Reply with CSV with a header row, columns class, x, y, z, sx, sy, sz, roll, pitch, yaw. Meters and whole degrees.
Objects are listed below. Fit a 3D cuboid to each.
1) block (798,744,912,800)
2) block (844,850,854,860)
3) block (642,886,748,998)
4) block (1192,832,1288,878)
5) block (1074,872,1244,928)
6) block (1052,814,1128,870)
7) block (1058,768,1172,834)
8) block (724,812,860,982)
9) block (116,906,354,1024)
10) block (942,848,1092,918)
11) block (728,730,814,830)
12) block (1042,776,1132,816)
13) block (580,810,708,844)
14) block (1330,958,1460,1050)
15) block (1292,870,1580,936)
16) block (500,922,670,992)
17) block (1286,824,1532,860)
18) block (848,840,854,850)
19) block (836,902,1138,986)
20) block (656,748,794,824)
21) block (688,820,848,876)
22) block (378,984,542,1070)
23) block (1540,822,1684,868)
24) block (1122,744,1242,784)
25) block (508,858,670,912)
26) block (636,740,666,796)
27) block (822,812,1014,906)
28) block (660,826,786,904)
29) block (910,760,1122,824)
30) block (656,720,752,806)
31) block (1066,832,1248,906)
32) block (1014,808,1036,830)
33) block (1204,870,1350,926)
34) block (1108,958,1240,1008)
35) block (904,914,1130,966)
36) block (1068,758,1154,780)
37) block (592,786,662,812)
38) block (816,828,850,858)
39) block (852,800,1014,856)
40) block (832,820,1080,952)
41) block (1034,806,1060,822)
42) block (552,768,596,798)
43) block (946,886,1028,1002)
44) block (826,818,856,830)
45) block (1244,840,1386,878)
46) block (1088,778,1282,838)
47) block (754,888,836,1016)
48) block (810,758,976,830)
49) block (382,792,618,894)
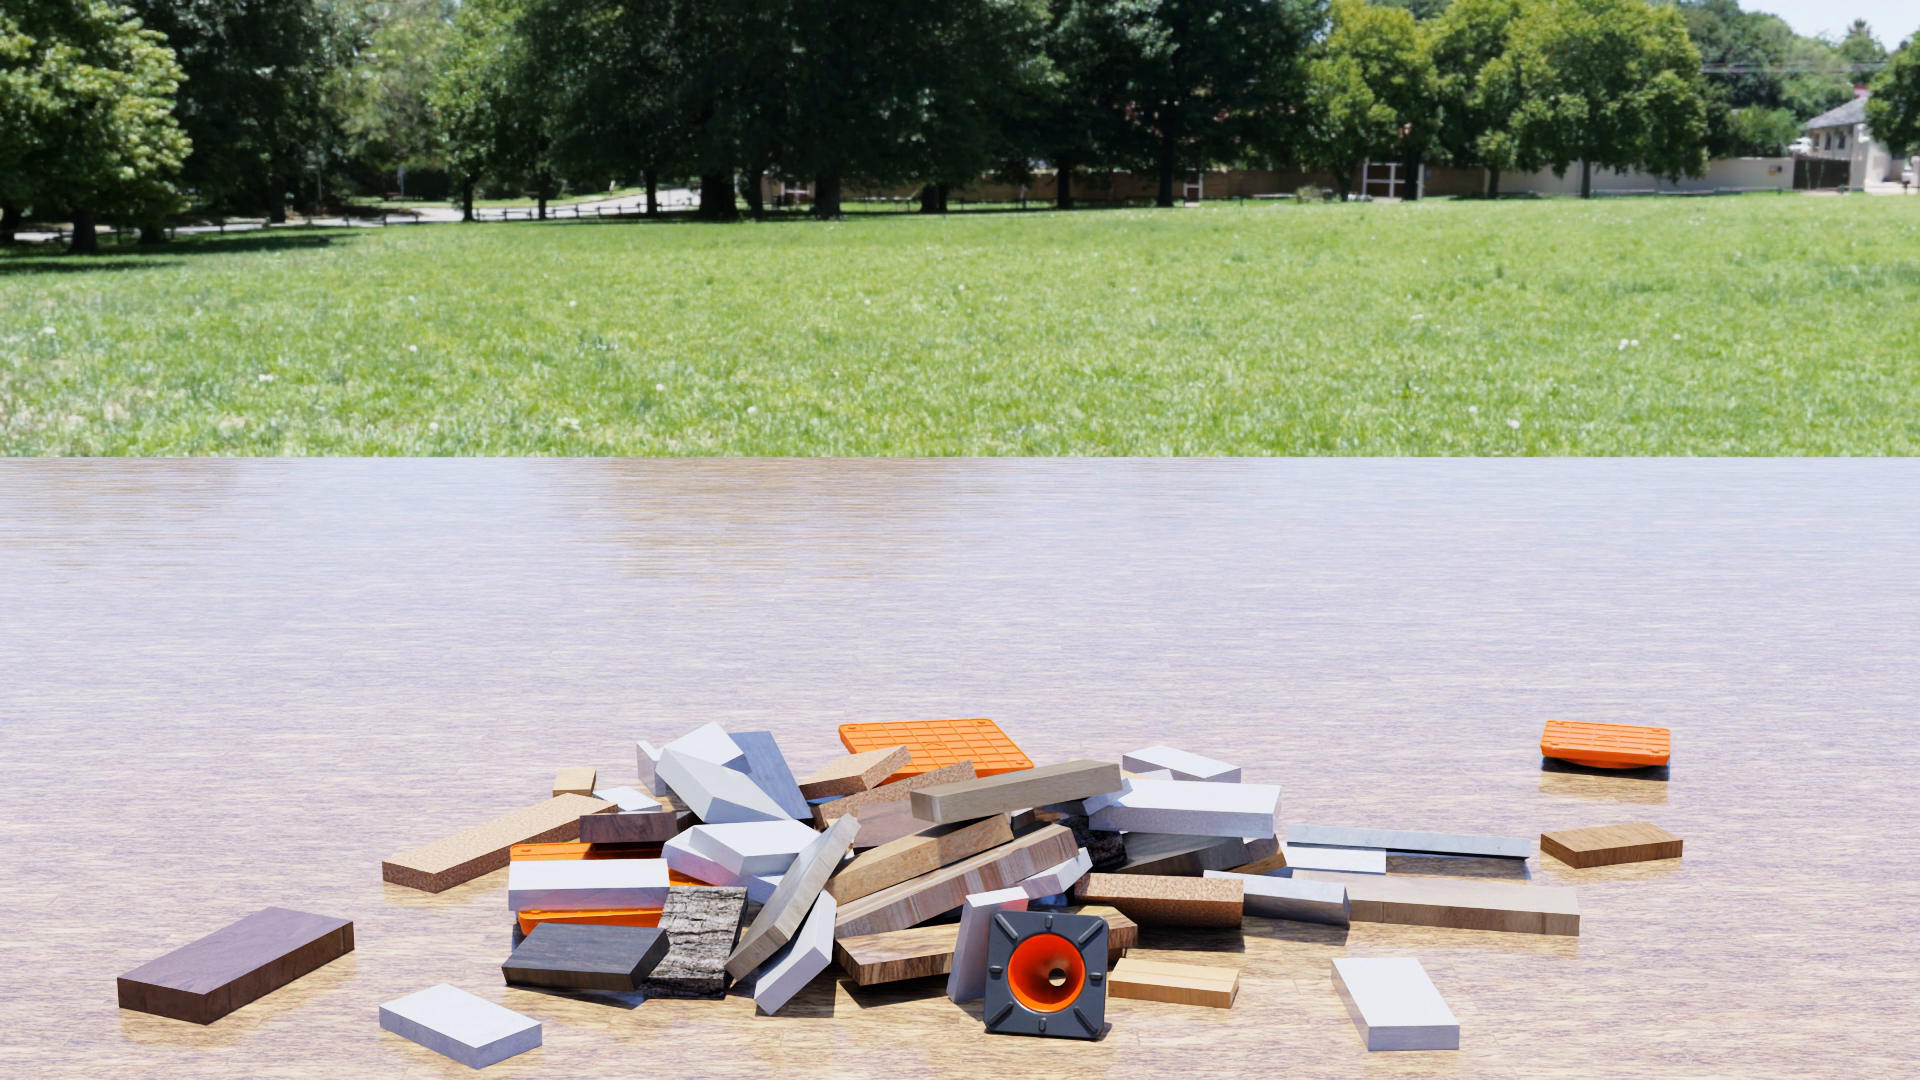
class,x,y,z,sx,sy,sz,roll,pitch,yaw
block,-0.199,0.436,4.115,0.116,0.033,0.231,-31,8,-36
block,-0.188,0.558,3.706,0.014,0.048,0.095,7,12,11
block,-0.399,0.606,3.333,0.120,0.034,0.240,1,25,4
block,0.453,0.545,3.670,0.175,0.025,0.088,-20,13,4
block,0.314,0.570,3.473,0.261,0.037,0.130,1,-28,6
block,0.116,0.530,3.675,0.302,0.043,0.151,-15,12,-4
block,0.288,0.484,3.937,0.231,0.116,0.033,-5,-27,-27
block,-0.254,0.546,3.400,0.112,0.032,0.398,-41,4,21
block,-1.082,0.635,3.303,0.162,0.046,0.325,5,11,23
block,0.086,0.538,3.446,0.222,0.031,0.111,-18,5,31
block,-0.395,0.467,4.218,0.143,0.040,0.597,-2,11,-12
block,0.208,0.423,3.659,0.090,0.026,0.180,-26,5,-21
block,-0.536,0.492,3.793,0.162,0.046,0.331,-2,-6,4
block,0.623,0.665,3.165,0.127,0.036,0.254,0,11,-2
block,0.768,0.589,3.576,0.454,0.036,0.127,2,11,11
block,-0.557,0.620,3.273,0.224,0.032,0.112,-2,26,24
block,0.775,0.525,3.818,0.410,0.031,0.108,2,-11,9
block,-0.183,0.518,3.807,0.048,0.014,0.095,-7,13,-34
block,0.042,0.606,3.312,0.444,0.031,0.111,-4,11,-21
block,-0.417,0.453,3.889,0.162,0.046,0.325,21,1,-24
block,-0.316,0.508,3.636,0.124,0.035,0.248,23,11,37
block,-0.703,0.681,3.090,0.224,0.032,0.112,9,14,40
block,1.147,0.537,3.872,0.217,0.031,0.108,-3,11,-17
block,0.436,0.450,4.337,0.108,0.031,0.217,-9,14,-41
block,-0.587,0.545,3.478,0.247,0.035,0.124,0,12,-10
block,-0.600,0.443,4.265,0.020,0.072,0.143,-6,12,-21
block,-0.073,0.502,3.510,0.307,0.043,0.153,-20,1,-5
block,-0.347,0.543,3.598,0.261,0.037,0.131,19,9,11
block,0.089,0.403,3.535,0.307,0.043,0.153,-8,0,-18
block,-0.503,0.429,4.250,0.143,0.040,0.285,-27,15,-12
block,0.317,0.528,3.668,0.302,0.043,0.151,-14,13,0
block,-0.019,0.509,3.733,0.273,0.039,0.136,-20,13,-24
block,0.505,0.572,3.508,0.222,0.031,0.111,3,-28,17
block,0.316,0.655,3.250,0.180,0.025,0.090,3,11,15
block,0.063,0.616,3.435,0.393,0.034,0.120,2,11,9
block,0.291,0.452,3.831,0.231,0.116,0.033,15,51,2
block,-0.625,0.495,4.127,0.072,0.020,0.143,-8,13,-35
block,-0.173,0.533,3.868,0.136,0.039,0.273,10,14,42
block,-0.043,0.482,3.668,0.261,0.037,0.131,-5,26,5
block,-0.024,0.536,3.418,0.403,0.043,0.153,-20,4,-16
block,0.078,0.488,4.008,0.273,0.039,0.136,1,-5,3
block,-0.745,0.471,4.252,0.072,0.020,0.143,-1,11,-5
block,0.040,0.588,3.193,0.090,0.180,0.026,-5,33,-26
block,-0.175,0.499,3.830,0.110,0.016,0.055,-2,11,-11
block,0.597,0.556,3.754,0.254,0.036,0.127,2,11,11
block,0.378,0.447,3.673,0.302,0.043,0.151,1,12,13
block,-0.243,0.608,3.268,0.120,0.034,0.240,-42,9,7
block,-0.121,0.459,3.959,0.285,0.040,0.143,-16,-6,-13
block,-0.805,0.531,3.889,0.124,0.035,0.461,7,12,32
